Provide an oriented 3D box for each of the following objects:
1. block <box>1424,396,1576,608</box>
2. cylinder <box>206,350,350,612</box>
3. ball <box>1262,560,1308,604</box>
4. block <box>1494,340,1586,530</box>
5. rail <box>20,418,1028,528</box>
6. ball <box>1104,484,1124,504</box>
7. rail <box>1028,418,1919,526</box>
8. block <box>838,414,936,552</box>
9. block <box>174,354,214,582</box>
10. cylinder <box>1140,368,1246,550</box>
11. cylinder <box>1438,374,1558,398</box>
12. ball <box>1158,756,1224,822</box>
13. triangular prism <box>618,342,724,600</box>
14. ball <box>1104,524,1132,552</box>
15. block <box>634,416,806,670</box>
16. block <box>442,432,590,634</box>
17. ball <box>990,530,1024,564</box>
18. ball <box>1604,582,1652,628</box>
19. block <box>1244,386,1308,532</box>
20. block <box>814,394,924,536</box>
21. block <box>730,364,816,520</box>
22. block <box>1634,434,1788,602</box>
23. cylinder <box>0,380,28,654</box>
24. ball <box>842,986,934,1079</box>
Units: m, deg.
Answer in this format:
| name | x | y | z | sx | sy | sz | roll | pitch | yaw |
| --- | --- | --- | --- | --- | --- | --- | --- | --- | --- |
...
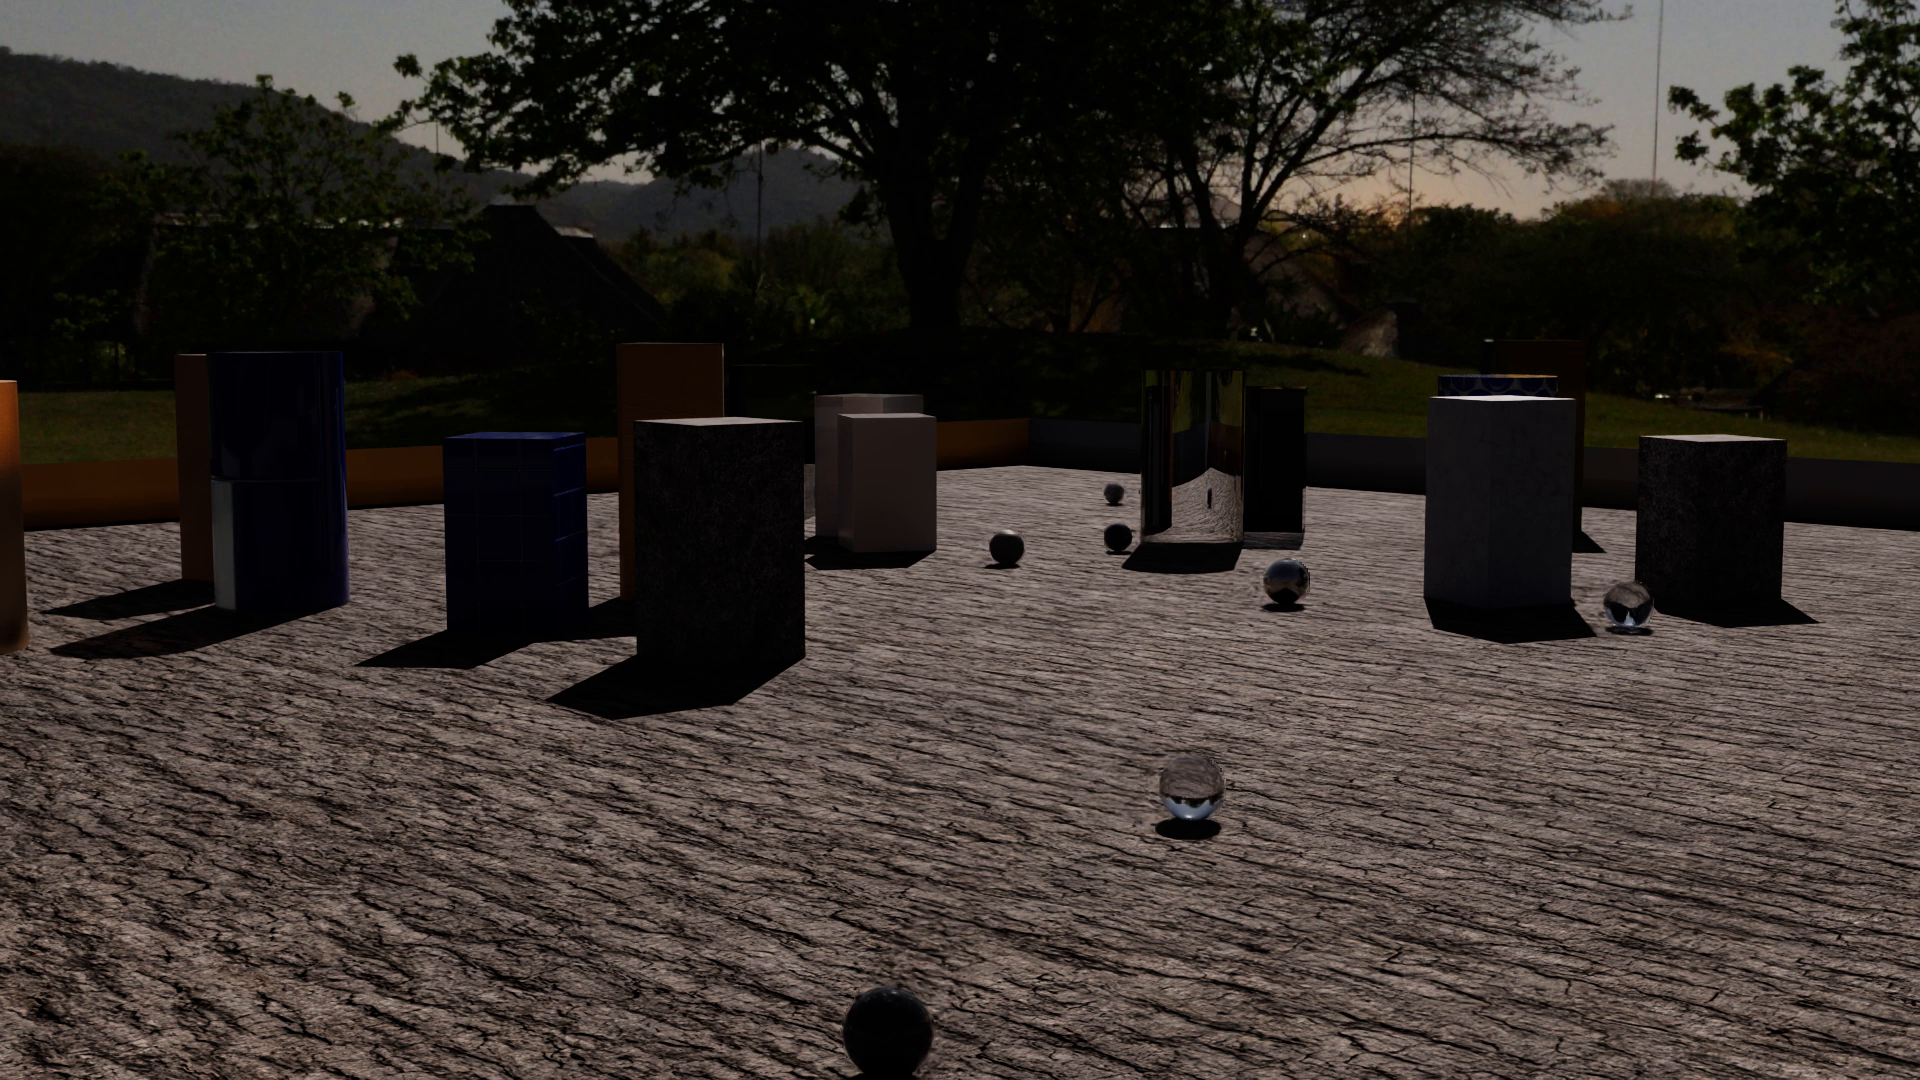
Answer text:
| name | x | y | z | sx | sy | sz | roll | pitch | yaw |
| --- | --- | --- | --- | --- | --- | --- | --- | --- | --- |
| block | 0.826 | -0.062 | 3.373 | 0.157 | 0.311 | 0.157 | -3 | 7 | -24 |
| cylinder | -1.028 | -0.093 | 3.321 | 0.196 | 0.382 | 0.196 | 0 | 6 | 0 |
| ball | 0.494 | 0.063 | 3.338 | 0.068 | 0.068 | 0.068 | 0 | 6 | 0 |
| block | 1.191 | -0.220 | 4.532 | 0.157 | 0.383 | 0.157 | 1 | 6 | 5 |
| rail | -1.457 | -0.131 | 4.902 | 4.558 | 0.127 | 0.045 | -5 | 8 | -42 |
| ball | 0.356 | -0.107 | 5.070 | 0.047 | 0.047 | 0.047 | 0 | 6 | 0 |
| rail | 1.658 | -0.126 | 4.853 | 0.045 | 0.127 | 4.344 | -5 | 8 | -42 |
| block | -0.138 | -0.110 | 4.130 | 0.157 | 0.248 | 0.157 | -1 | 6 | -14 |
| block | -1.186 | -0.123 | 3.664 | 0.157 | 0.371 | 0.157 | 4 | 7 | 32 |
| cylinder | 0.441 | -0.156 | 4.171 | 0.196 | 0.332 | 0.196 | 0 | 6 | 0 |
| cylinder | 0.903 | -0.109 | 3.708 | 0.196 | 0.334 | 0.196 | 0 | 6 | 0 |
| ball | 0.202 | 0.217 | 1.922 | 0.057 | 0.057 | 0.057 | 0 | 6 | 0 |
| triangular prism | -0.476 | -0.113 | 3.464 | 0.170 | 0.393 | 0.147 | -3 | 7 | -26 |
| ball | 0.294 | -0.005 | 4.070 | 0.052 | 0.052 | 0.052 | 0 | 6 | 0 |
| block | -0.309 | -0.001 | 2.827 | 0.157 | 0.303 | 0.157 | -5 | 8 | -39 |
| block | -0.626 | -0.014 | 3.110 | 0.157 | 0.269 | 0.157 | 1 | 6 | 7 |
| ball | 0.082 | 0.013 | 3.857 | 0.061 | 0.061 | 0.061 | 0 | 6 | 0 |
| ball | 0.939 | 0.091 | 3.092 | 0.065 | 0.065 | 0.065 | 0 | 6 | 0 |
| block | 0.624 | -0.167 | 4.487 | 0.157 | 0.287 | 0.157 | 1 | 6 | 11 |
| block | -0.180 | -0.150 | 4.376 | 0.157 | 0.276 | 0.157 | 3 | 7 | 29 |
| block | -0.399 | -0.212 | 4.720 | 0.157 | 0.327 | 0.157 | 1 | 6 | 7 |
| block | 1.175 | -0.037 | 3.448 | 0.157 | 0.245 | 0.157 | -2 | 6 | -17 |
| cylinder | -1.333 | -0.031 | 2.878 | 0.196 | 0.351 | 0.196 | 0 | 6 | 0 |
| ball | -0.042 | 0.286 | 1.278 | 0.053 | 0.053 | 0.053 | 0 | 6 | 0 |
